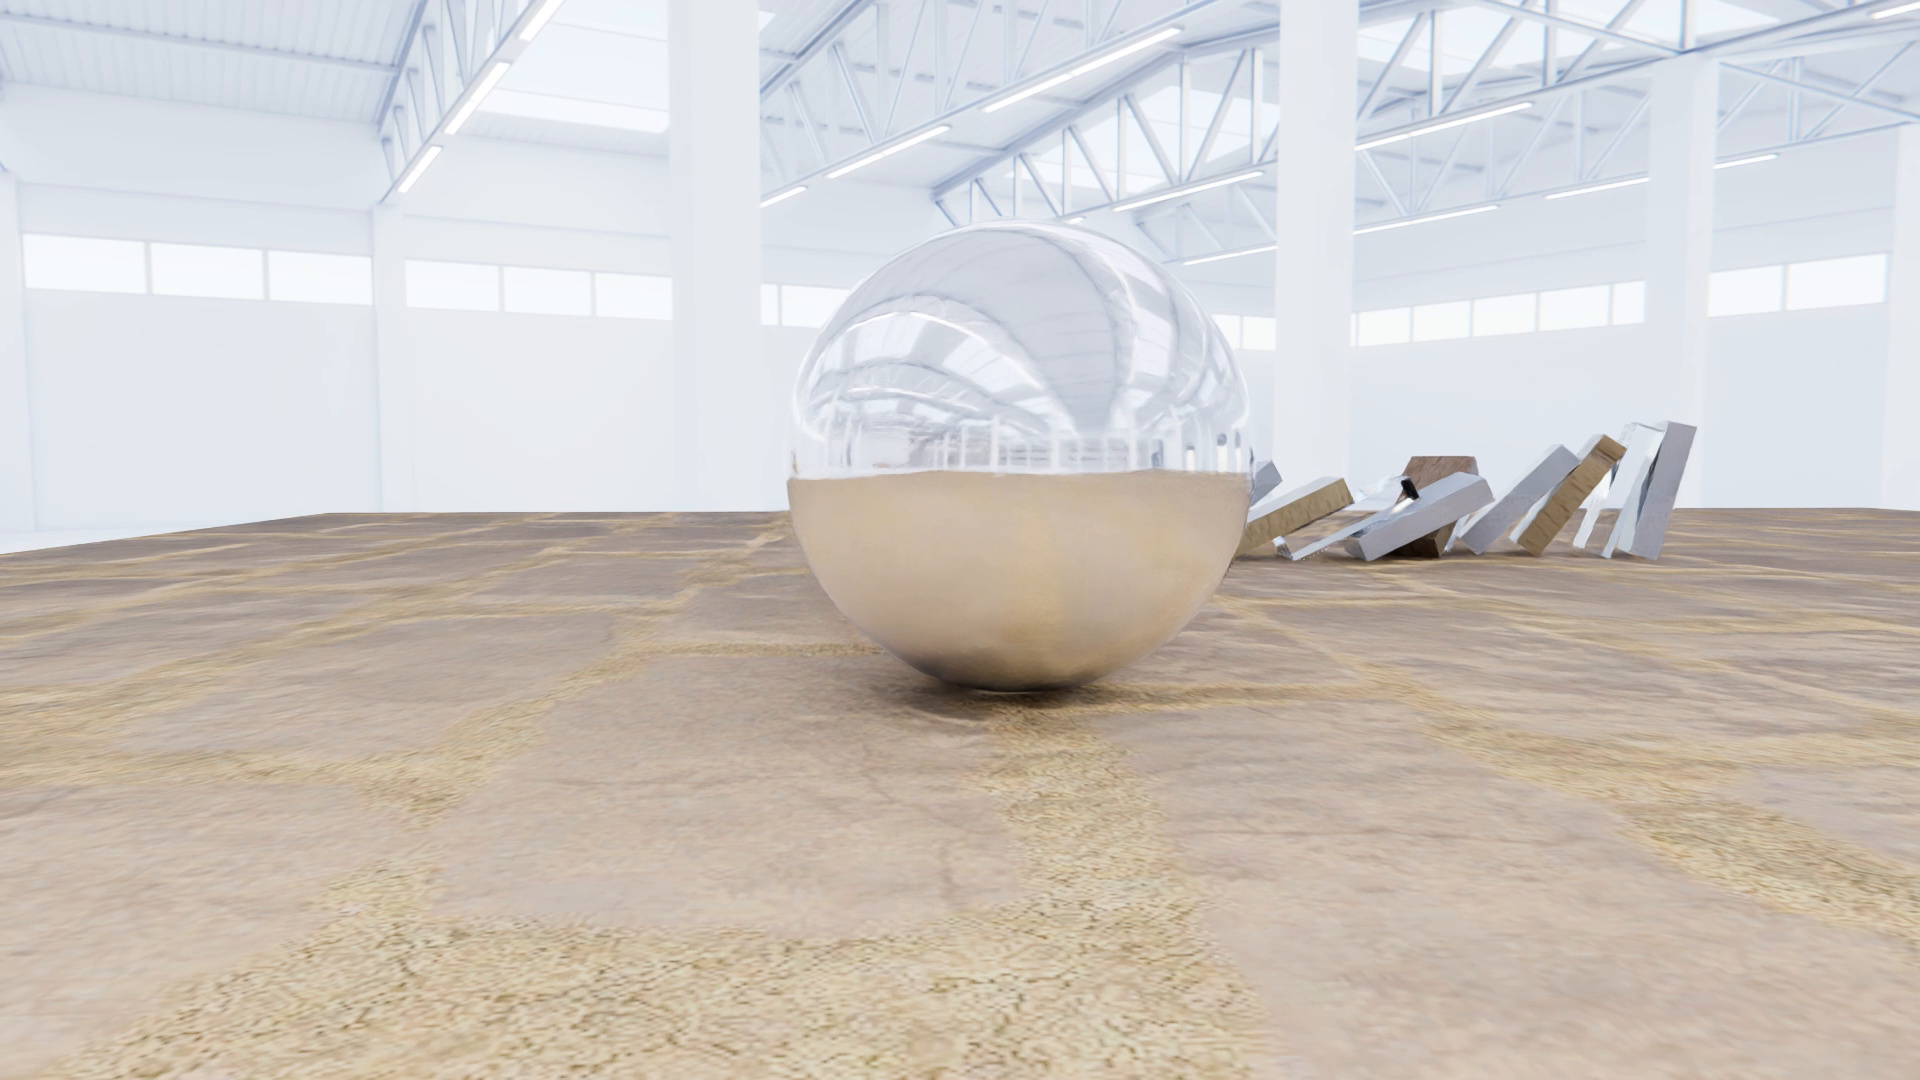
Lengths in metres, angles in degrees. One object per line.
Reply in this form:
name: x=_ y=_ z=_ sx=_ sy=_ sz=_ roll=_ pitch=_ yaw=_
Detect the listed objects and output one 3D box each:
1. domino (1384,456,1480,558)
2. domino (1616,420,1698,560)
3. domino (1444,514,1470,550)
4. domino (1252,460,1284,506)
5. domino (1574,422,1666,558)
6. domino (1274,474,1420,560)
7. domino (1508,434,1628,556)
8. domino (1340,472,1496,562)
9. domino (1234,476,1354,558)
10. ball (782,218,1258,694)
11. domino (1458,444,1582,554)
domino: x=0.180 y=-0.013 z=0.496 sx=0.025 sy=0.009 sz=0.050 roll=3 pitch=42 yaw=41
domino: x=0.260 y=-0.019 z=0.480 sx=0.009 sy=0.050 sz=0.025 roll=15 pitch=8 yaw=16
domino: x=0.189 y=-0.009 z=0.517 sx=0.025 sy=0.010 sz=0.050 roll=-3 pitch=20 yaw=35
domino: x=0.096 y=-0.012 z=0.488 sx=0.050 sy=0.010 sz=0.025 roll=-37 pitch=15 yaw=-22
domino: x=0.248 y=-0.019 z=0.484 sx=0.010 sy=0.050 sz=0.025 roll=22 pitch=10 yaw=15
domino: x=0.142 y=-0.009 z=0.476 sx=0.050 sy=0.010 sz=0.025 roll=-26 pitch=3 yaw=4
domino: x=0.231 y=-0.017 z=0.490 sx=0.009 sy=0.050 sz=0.025 roll=38 pitch=14 yaw=11
domino: x=0.167 y=-0.009 z=0.472 sx=0.050 sy=0.010 sz=0.025 roll=-26 pitch=7 yaw=3
domino: x=0.119 y=-0.009 z=0.482 sx=0.050 sy=0.010 sz=0.025 roll=-26 pitch=4 yaw=2
ball: x=0.010 y=-0.014 z=0.220 sx=0.080 sy=0.080 sz=0.080 roll=0 pitch=4 yaw=0
domino: x=0.214 y=-0.016 z=0.495 sx=0.010 sy=0.050 sz=0.025 roll=46 pitch=15 yaw=9
